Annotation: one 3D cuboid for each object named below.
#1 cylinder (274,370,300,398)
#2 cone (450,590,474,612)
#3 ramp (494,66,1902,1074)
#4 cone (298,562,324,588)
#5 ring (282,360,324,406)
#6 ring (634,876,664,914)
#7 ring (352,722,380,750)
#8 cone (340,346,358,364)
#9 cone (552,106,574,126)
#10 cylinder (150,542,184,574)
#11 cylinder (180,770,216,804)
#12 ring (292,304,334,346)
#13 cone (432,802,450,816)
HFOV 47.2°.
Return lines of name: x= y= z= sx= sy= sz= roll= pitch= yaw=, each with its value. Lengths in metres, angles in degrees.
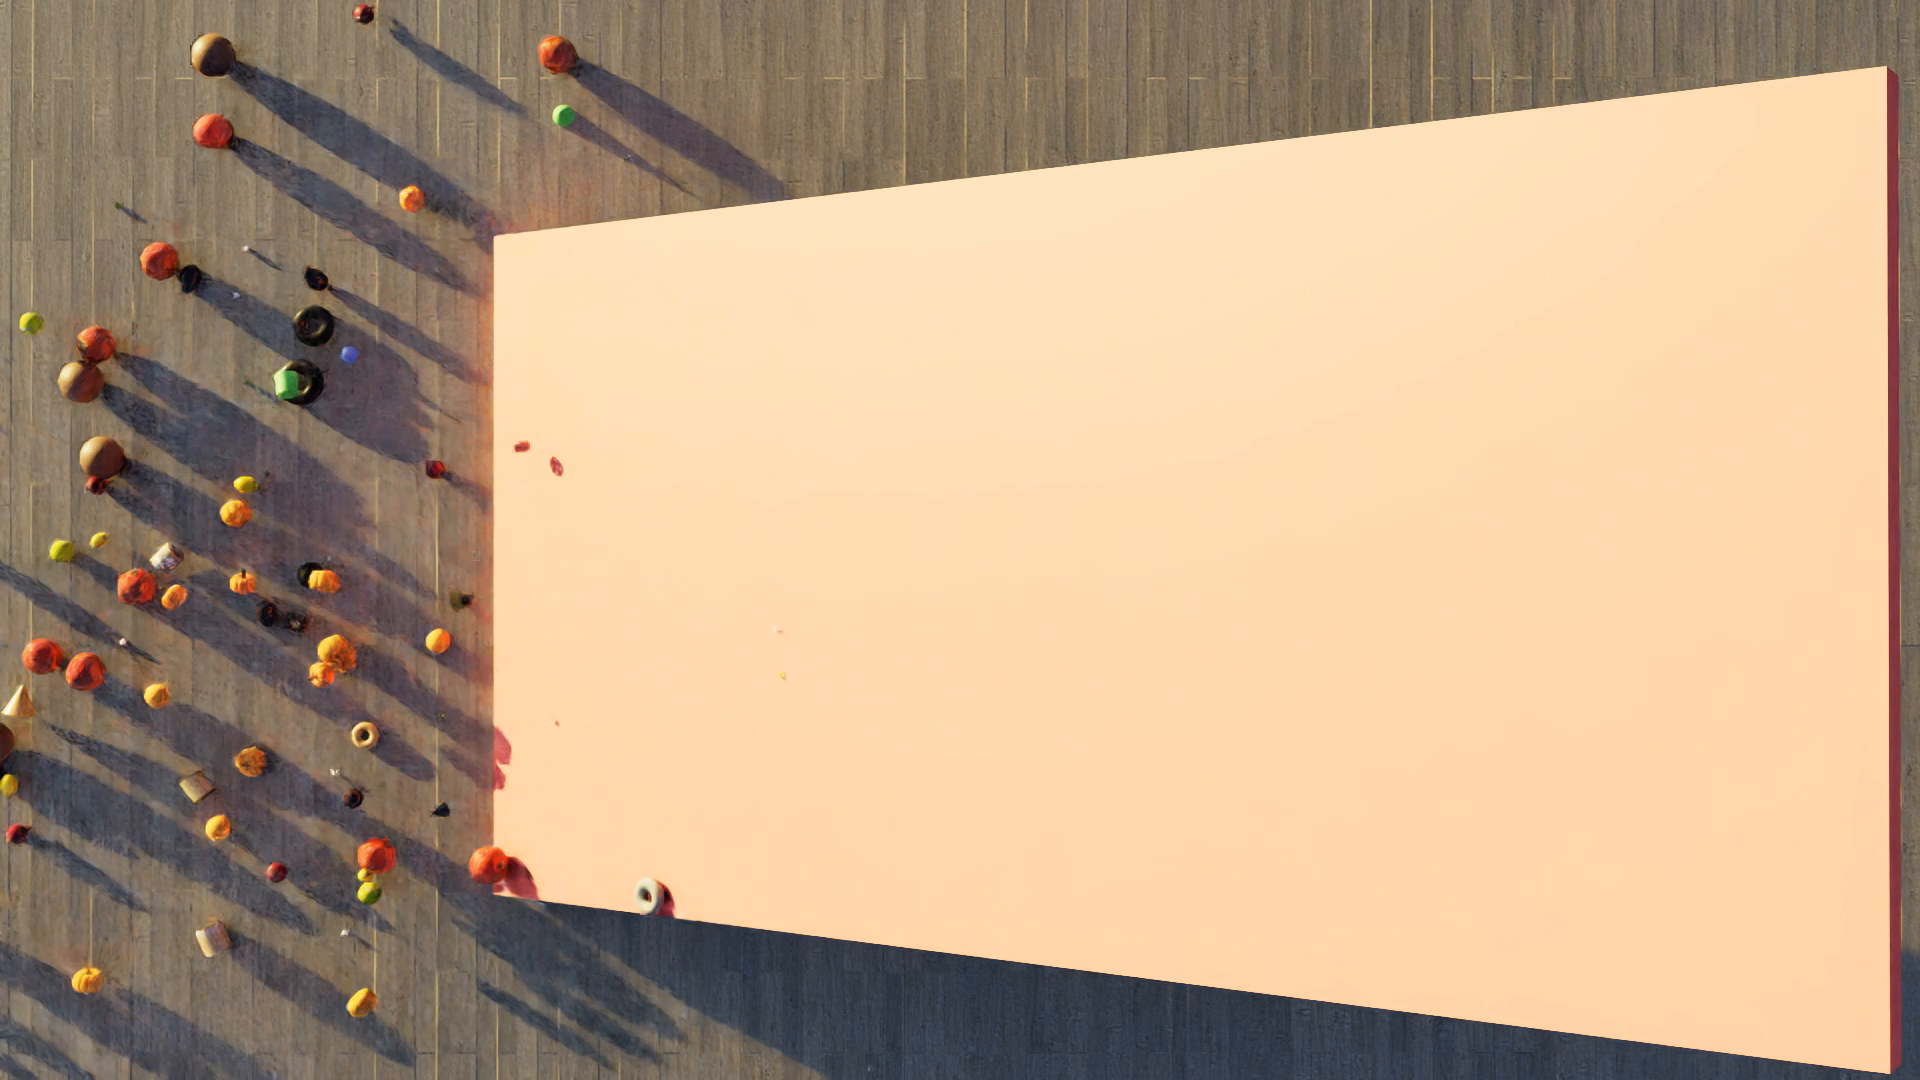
cylinder: x=-2.039 y=-0.471 z=6.662 sx=0.066 sy=0.066 sz=0.066 roll=-10 pitch=75 yaw=0
cone: x=-1.513 y=0.180 z=6.721 sx=0.067 sy=0.067 sz=0.067 roll=-14 pitch=90 yaw=19
ramp: x=0.242 y=0.067 z=5.565 sx=4.000 sy=0.100 sz=2.000 roll=0 pitch=89 yaw=35
cone: x=-1.996 y=0.109 z=6.724 sx=0.082 sy=0.082 sz=0.082 roll=0 pitch=90 yaw=0
ring: x=-2.023 y=-0.483 z=6.746 sx=0.143 sy=0.048 sz=0.143 roll=0 pitch=91 yaw=4
ring: x=-0.886 y=1.016 z=6.277 sx=0.109 sy=0.036 sz=0.109 roll=2 pitch=93 yaw=39
ring: x=-1.824 y=0.601 z=6.748 sx=0.084 sy=0.028 sz=0.084 roll=0 pitch=89 yaw=1
cone: x=-1.880 y=-0.570 z=6.743 sx=0.054 sy=0.054 sz=0.054 roll=0 pitch=90 yaw=0
cone: x=-1.222 y=-1.307 z=6.743 sx=0.066 sy=0.066 sz=0.066 roll=0 pitch=90 yaw=0
cylinder: x=-2.420 y=0.057 z=6.718 sx=0.070 sy=0.070 sz=0.070 roll=-42 pitch=90 yaw=4
cylinder: x=-2.331 y=0.755 z=6.723 sx=0.074 sy=0.074 sz=0.074 roll=-39 pitch=90 yaw=0
ring: x=-1.984 y=-0.658 z=6.750 sx=0.127 sy=0.042 sz=0.127 roll=0 pitch=89 yaw=-1
cone: x=-1.592 y=0.831 z=6.715 sx=0.050 sy=0.050 sz=0.050 roll=-22 pitch=89 yaw=-37
